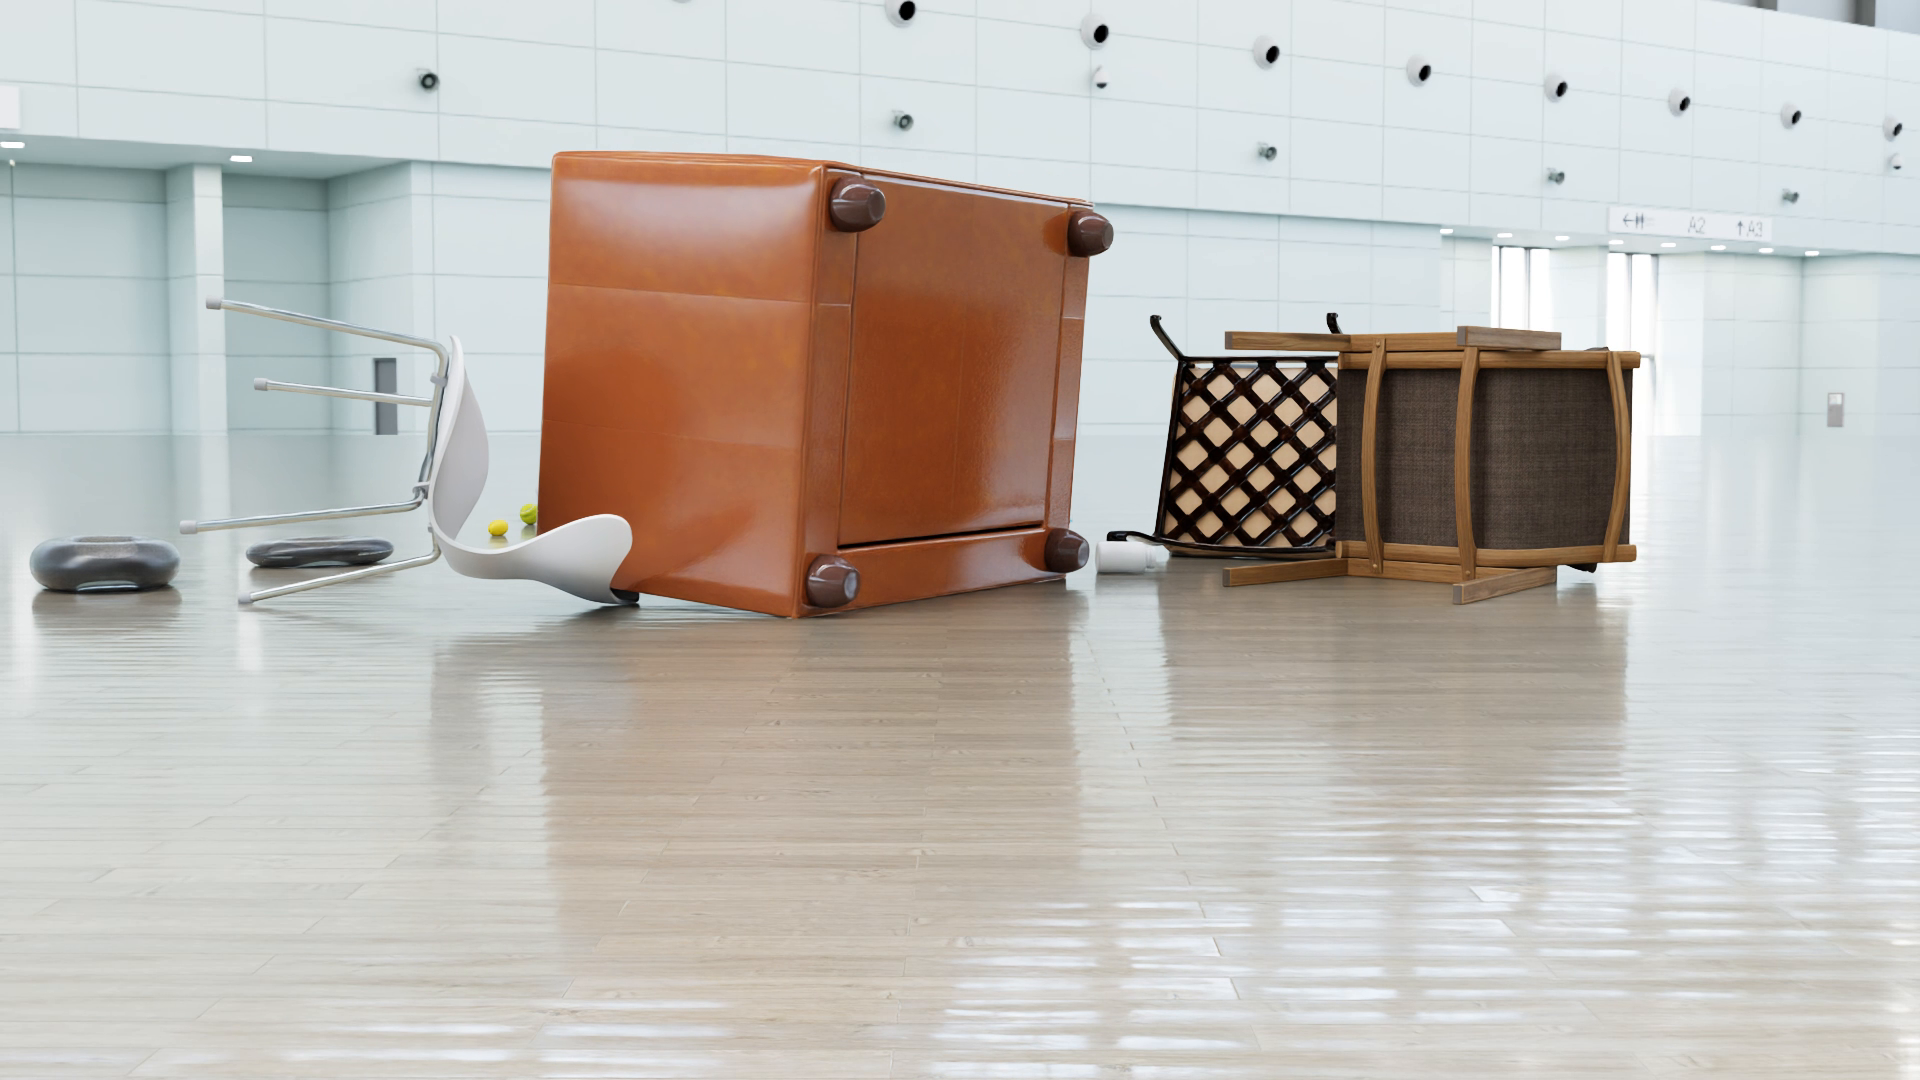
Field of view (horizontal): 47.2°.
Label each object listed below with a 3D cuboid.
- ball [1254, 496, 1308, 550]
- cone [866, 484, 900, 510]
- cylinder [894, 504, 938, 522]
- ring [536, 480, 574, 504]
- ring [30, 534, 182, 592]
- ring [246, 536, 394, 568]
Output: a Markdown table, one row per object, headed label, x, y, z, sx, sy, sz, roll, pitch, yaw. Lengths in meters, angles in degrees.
| label | x | y | z | sx | sy | sz | roll | pitch | yaw |
| --- | --- | --- | --- | --- | --- | --- | --- | --- | --- |
| ball | 0.900 | -0.048 | 6.148 | 0.150 | 0.150 | 0.150 | 0 | 4 | 0 |
| cone | -0.320 | -0.142 | 8.300 | 0.128 | 0.089 | 0.169 | 10 | 22 | 19 |
| cylinder | -0.151 | -0.090 | 7.434 | 0.130 | 0.058 | 0.092 | -2 | 3 | 15 |
| ring | -1.580 | -0.184 | 8.571 | 0.150 | 0.094 | 0.078 | 12 | -8 | 1 |
| ring | -1.949 | 0.051 | 5.018 | 0.324 | 0.109 | 0.506 | -1 | 3 | -20 |
| ring | -1.646 | 0.028 | 5.665 | 0.314 | 0.066 | 0.389 | 3 | 5 | 43 |
